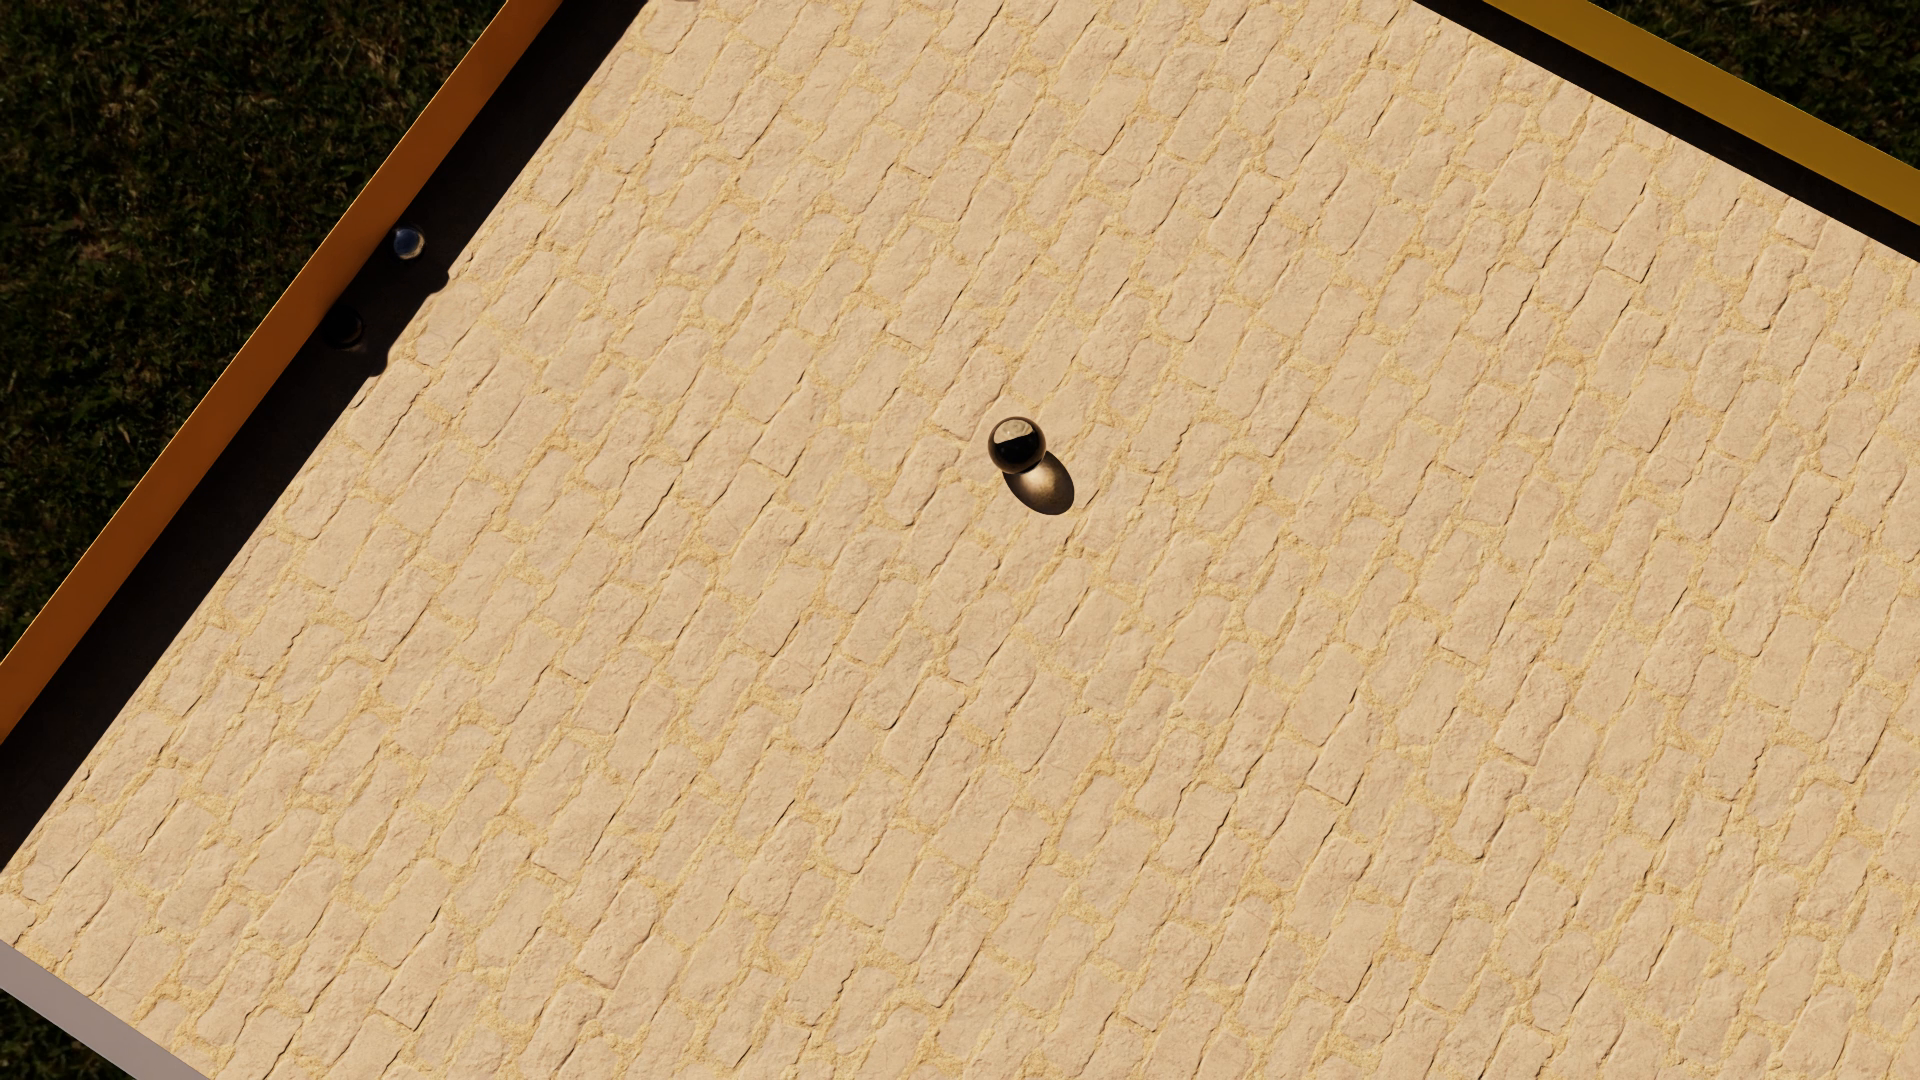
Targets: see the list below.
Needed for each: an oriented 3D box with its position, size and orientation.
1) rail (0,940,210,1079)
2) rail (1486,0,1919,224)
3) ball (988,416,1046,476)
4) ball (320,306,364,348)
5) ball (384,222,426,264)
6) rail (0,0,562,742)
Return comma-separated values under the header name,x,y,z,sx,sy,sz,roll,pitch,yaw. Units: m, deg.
name,x,y,z,sx,sy,sz,roll,pitch,yaw
rail,0.271,1.568,2.867,4.371,0.125,0.045,30,75,9
rail,1.594,-0.497,3.518,4.371,0.125,0.045,30,75,9
ball,0.089,-0.147,3.425,0.092,0.092,0.092,0,73,0
ball,-0.982,-0.338,3.498,0.067,0.067,0.067,0,73,0
ball,-0.894,-0.477,3.543,0.067,0.067,0.067,0,73,0
rail,-0.912,-0.539,3.531,0.045,0.125,2.585,30,75,9
